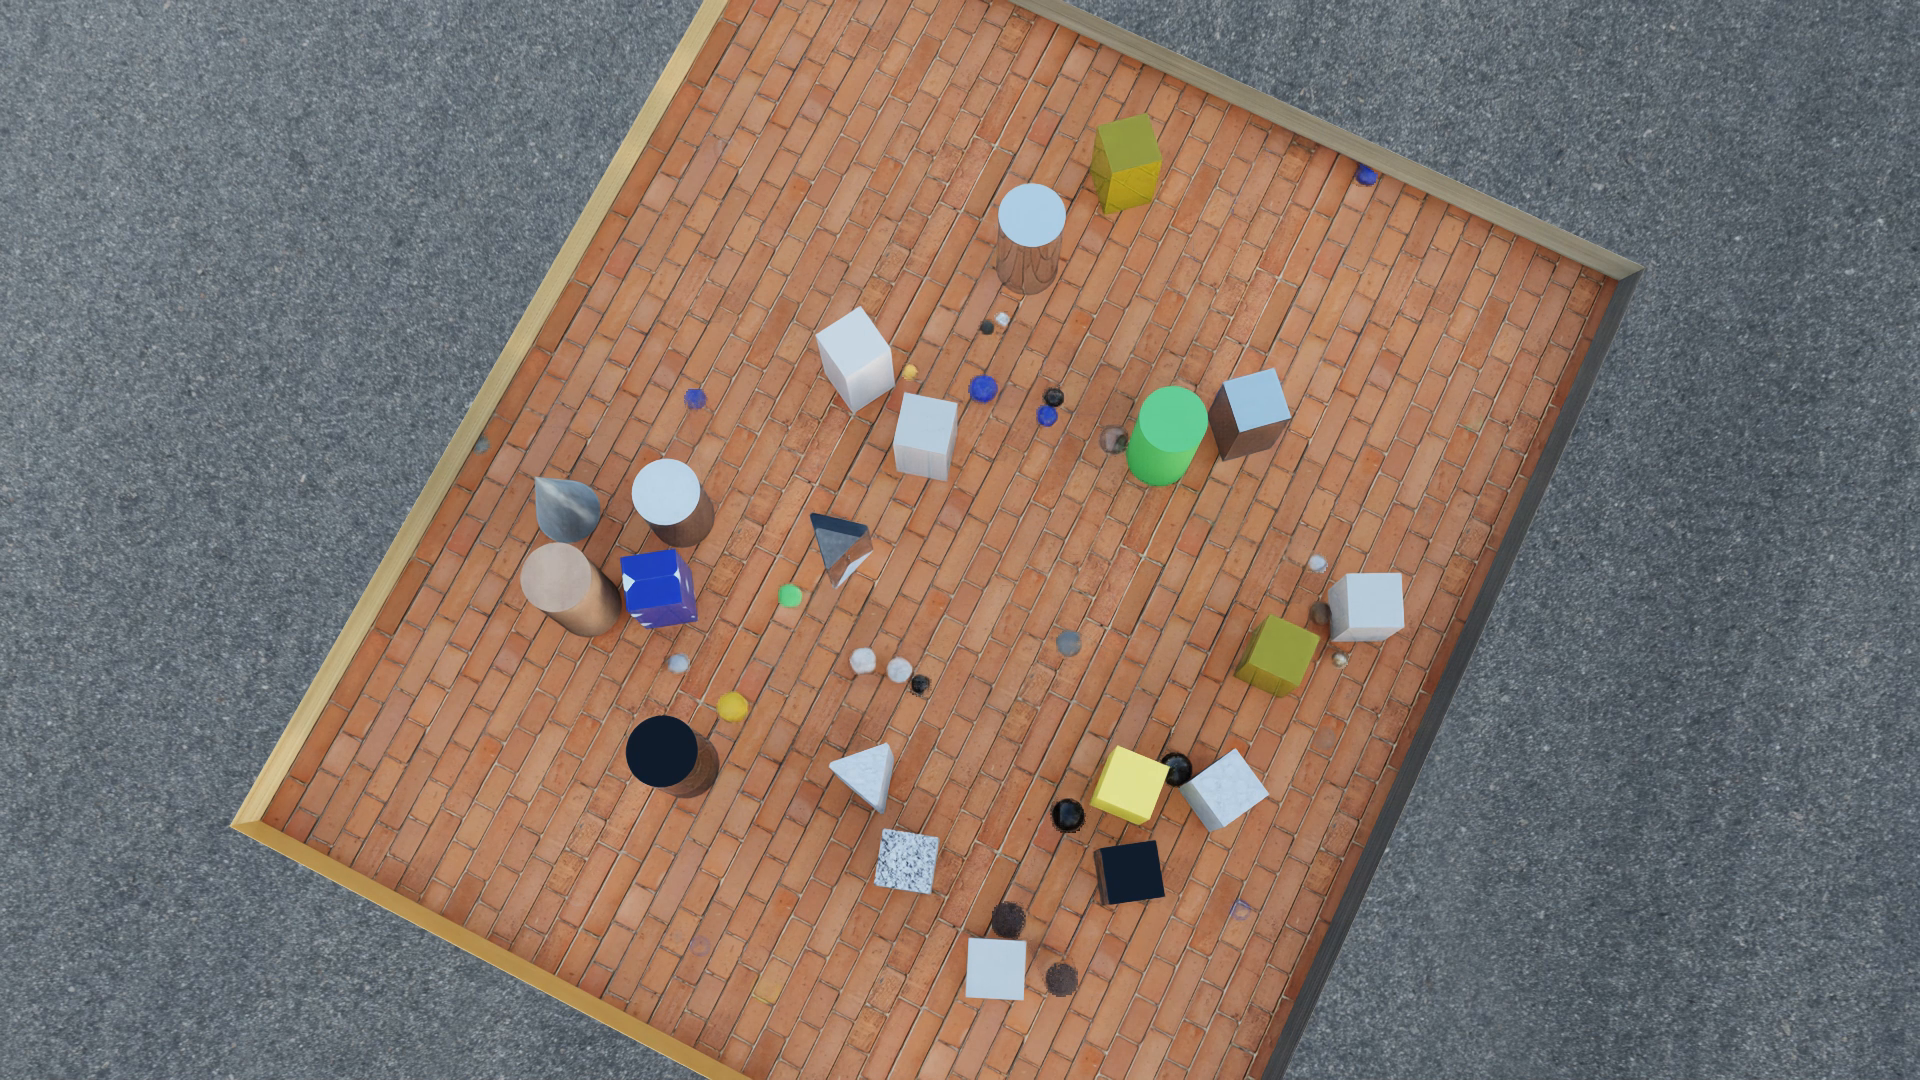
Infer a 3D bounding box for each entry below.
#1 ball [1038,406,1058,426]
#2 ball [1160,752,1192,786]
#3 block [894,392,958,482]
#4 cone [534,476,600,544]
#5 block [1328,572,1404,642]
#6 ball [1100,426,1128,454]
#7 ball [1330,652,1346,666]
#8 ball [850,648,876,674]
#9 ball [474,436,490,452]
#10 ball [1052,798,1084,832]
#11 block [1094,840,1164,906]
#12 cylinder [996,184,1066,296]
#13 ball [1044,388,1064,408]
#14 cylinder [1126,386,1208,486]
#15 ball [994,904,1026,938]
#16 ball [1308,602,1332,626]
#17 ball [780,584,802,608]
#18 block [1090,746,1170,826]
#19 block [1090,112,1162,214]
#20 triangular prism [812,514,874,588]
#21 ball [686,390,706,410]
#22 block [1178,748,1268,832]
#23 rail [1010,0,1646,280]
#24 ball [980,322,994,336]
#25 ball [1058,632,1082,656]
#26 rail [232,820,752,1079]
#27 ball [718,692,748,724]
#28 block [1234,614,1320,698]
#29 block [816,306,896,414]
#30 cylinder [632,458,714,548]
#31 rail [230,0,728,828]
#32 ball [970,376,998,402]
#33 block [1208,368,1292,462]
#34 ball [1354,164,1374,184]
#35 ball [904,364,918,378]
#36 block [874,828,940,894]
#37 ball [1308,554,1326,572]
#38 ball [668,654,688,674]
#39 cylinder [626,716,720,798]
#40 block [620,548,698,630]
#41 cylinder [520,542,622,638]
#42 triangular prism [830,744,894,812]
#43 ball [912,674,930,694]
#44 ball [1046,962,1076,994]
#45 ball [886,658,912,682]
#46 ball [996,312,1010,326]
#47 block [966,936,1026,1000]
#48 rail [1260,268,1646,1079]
[{"bbox_3d":[0.270,-0.382,5.663,0.064,0.064,0.064,0,78,0],"label":"ball"},{"bbox_3d":[0.638,0.679,5.426,0.099,0.099,0.099,0,78,0],"label":"ball"},{"bbox_3d":[-0.101,-0.306,5.508,0.158,0.337,0.158,12,79,2],"label":"block"},{"bbox_3d":[-1.204,-0.133,5.411,0.198,0.457,0.198,0,78,0],"label":"cone"},{"bbox_3d":[1.201,0.202,5.433,0.158,0.278,0.158,-1,78,0],"label":"block"},{"bbox_3d":[0.474,-0.306,5.634,0.090,0.090,0.090,0,78,0],"label":"ball"},{"bbox_3d":[1.140,0.359,5.519,0.045,0.045,0.045,0,78,0],"label":"ball"},{"bbox_3d":[-0.290,0.364,5.501,0.079,0.079,0.079,0,78,0],"label":"ball"},{"bbox_3d":[-1.475,-0.295,5.651,0.052,0.052,0.052,0,78,0],"label":"ball"},{"bbox_3d":[0.319,0.810,5.400,0.095,0.095,0.095,0,78,0],"label":"ball"},{"bbox_3d":[0.483,0.959,5.270,0.158,0.290,0.158,-8,78,-2],"label":"block"},{"bbox_3d":[0.212,-0.911,5.588,0.198,0.424,0.198,0,78,0],"label":"cylinder"},{"bbox_3d":[0.292,-0.441,5.677,0.061,0.061,0.061,0,78,0],"label":"ball"},{"bbox_3d":[0.613,-0.304,5.465,0.198,0.420,0.198,0,78,0],"label":"cylinder"},{"bbox_3d":[0.145,1.107,5.338,0.098,0.098,0.098,0,78,0],"label":"ball"},{"bbox_3d":[1.088,0.223,5.536,0.068,0.068,0.068,0,78,0],"label":"ball"},{"bbox_3d":[-0.511,0.169,5.546,0.071,0.071,0.071,0,78,0],"label":"ball"},{"bbox_3d":[0.488,0.714,5.307,0.158,0.318,0.158,22,79,4],"label":"block"},{"bbox_3d":[0.512,-1.163,5.686,0.158,0.336,0.158,-15,79,-3],"label":"block"},{"bbox_3d":[-0.378,0.006,5.450,0.148,0.323,0.171,43,81,8],"label":"triangular prism"},{"bbox_3d":[-0.817,-0.434,5.675,0.062,0.062,0.062,0,78,0],"label":"ball"},{"bbox_3d":[0.759,0.728,5.306,0.158,0.313,0.158,-35,80,-7],"label":"block"},{"bbox_3d":[0.755,-1.471,5.855,3.027,0.129,0.045,26,80,5],"label":"rail"},{"bbox_3d":[0.086,-0.662,5.731,0.044,0.044,0.044,0,78,0],"label":"ball"},{"bbox_3d":[0.330,0.315,5.514,0.073,0.073,0.073,0,78,0],"label":"ball"},{"bbox_3d":[-0.755,1.485,5.242,3.027,0.129,0.045,26,80,5],"label":"rail"},{"bbox_3d":[-0.676,0.501,5.467,0.090,0.090,0.090,0,78,0],"label":"ball"},{"bbox_3d":[0.929,0.344,5.391,0.158,0.302,0.158,25,79,5],"label":"block"},{"bbox_3d":[-0.312,-0.539,5.532,0.158,0.384,0.158,-34,80,-7],"label":"block"},{"bbox_3d":[-0.852,-0.106,5.470,0.198,0.330,0.198,0,78,0],"label":"cylinder"},{"bbox_3d":[-1.333,-0.646,5.684,0.045,0.129,3.423,26,80,5],"label":"rail"},{"bbox_3d":[0.075,-0.468,5.671,0.084,0.084,0.084,0,78,0],"label":"ball"},{"bbox_3d":[0.866,-0.373,5.513,0.158,0.354,0.158,-16,79,-3],"label":"block"},{"bbox_3d":[1.287,-1.160,5.825,0.063,0.063,0.063,0,78,0],"label":"ball"},{"bbox_3d":[-0.155,-0.526,5.704,0.042,0.042,0.042,0,78,0],"label":"ball"},{"bbox_3d":[-0.151,0.931,5.289,0.158,0.264,0.158,9,78,2],"label":"block"},{"bbox_3d":[1.086,0.070,5.577,0.050,0.050,0.050,0,78,0],"label":"ball"},{"bbox_3d":[-0.849,0.372,5.508,0.062,0.062,0.062,0,78,0],"label":"ball"},{"bbox_3d":[-0.818,0.626,5.250,0.198,0.463,0.198,0,78,0],"label":"cylinder"},{"bbox_3d":[-0.885,0.148,5.414,0.158,0.336,0.158,-9,78,-2],"label":"block"},{"bbox_3d":[-1.129,0.151,5.346,0.198,0.468,0.198,0,78,0],"label":"cylinder"},{"bbox_3d":[-0.247,0.662,5.259,0.171,0.433,0.148,40,81,8],"label":"triangular prism"},{"bbox_3d":[-0.118,0.433,5.497,0.058,0.058,0.058,0,78,0],"label":"ball"},{"bbox_3d":[0.293,1.269,5.308,0.089,0.089,0.089,0,78,0],"label":"ball"},{"bbox_3d":[-0.184,0.389,5.498,0.075,0.075,0.075,0,78,0],"label":"ball"},{"bbox_3d":[0.135,-0.691,5.738,0.042,0.042,0.042,0,78,0],"label":"ball"},{"bbox_3d":[0.099,1.213,5.198,0.158,0.327,0.158,3,78,1],"label":"block"},{"bbox_3d":[1.333,0.659,5.413,0.045,0.129,3.423,26,80,5],"label":"rail"}]
